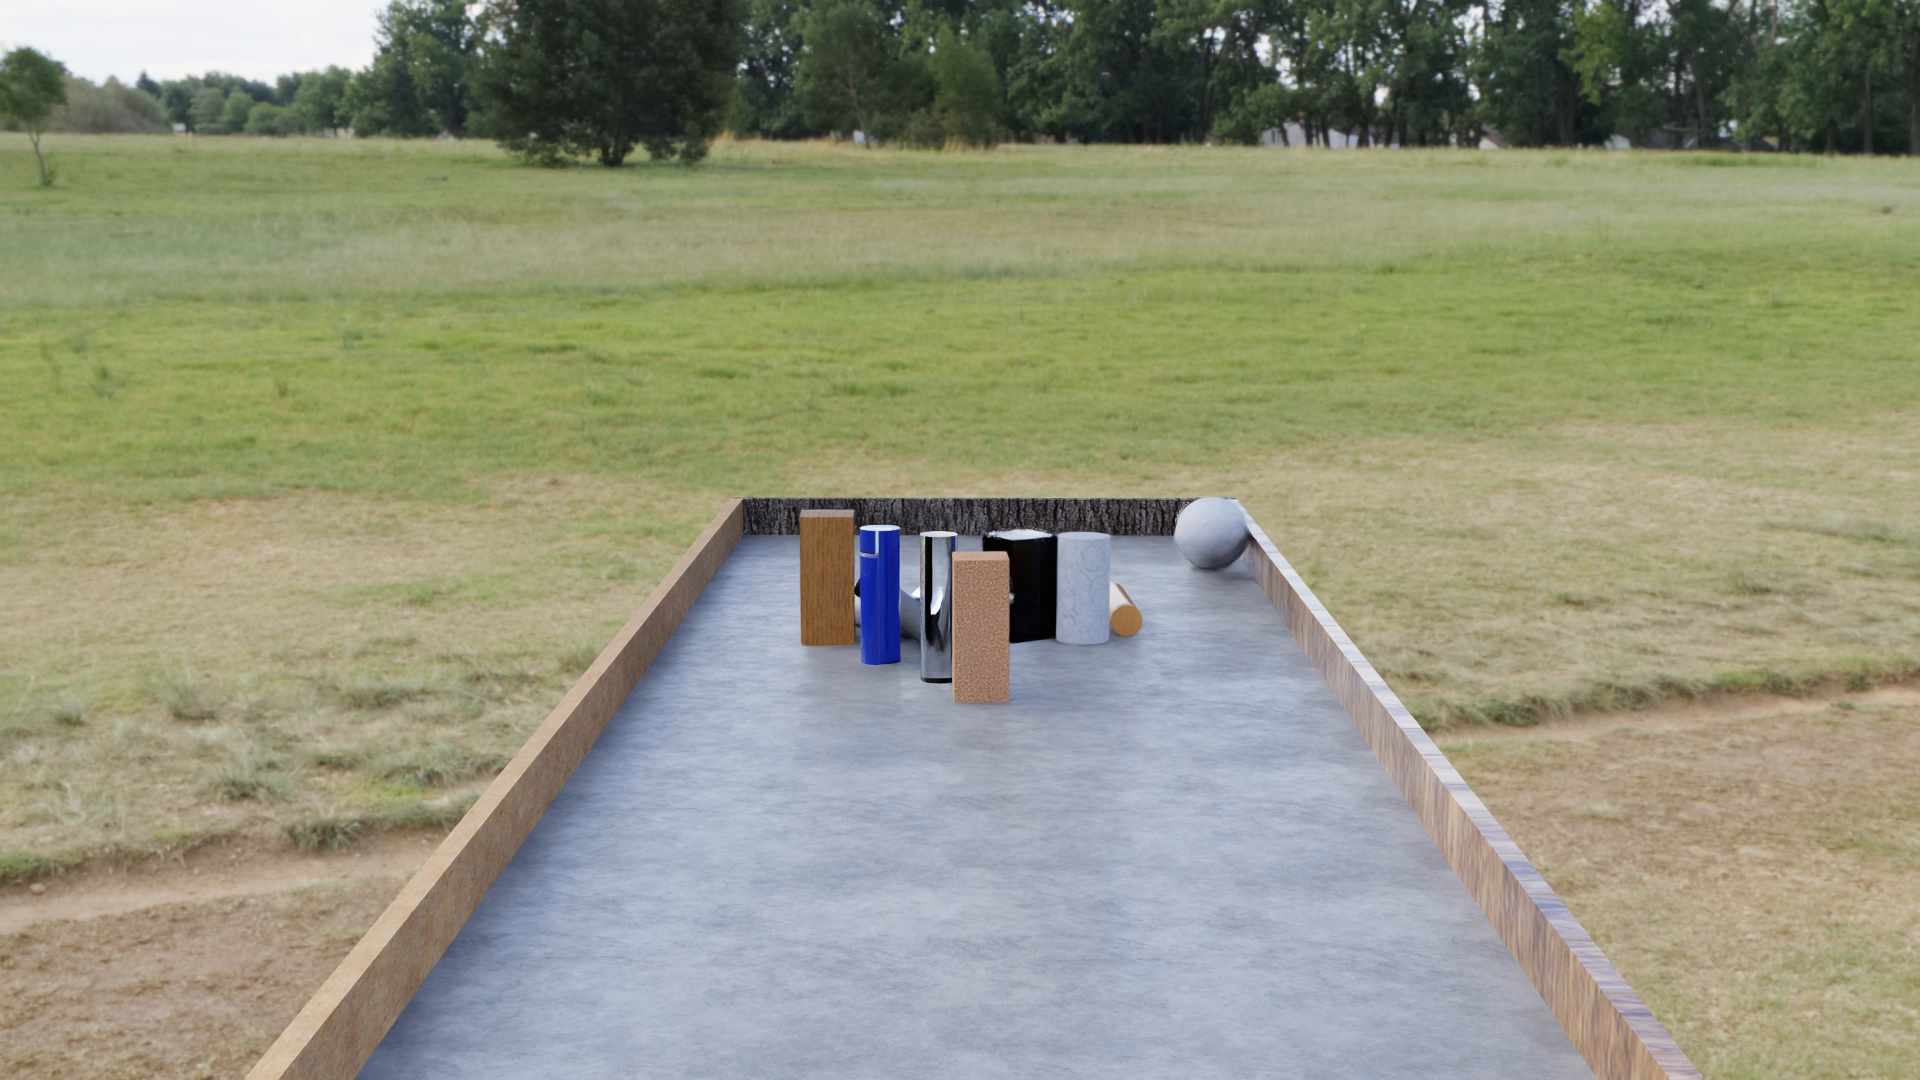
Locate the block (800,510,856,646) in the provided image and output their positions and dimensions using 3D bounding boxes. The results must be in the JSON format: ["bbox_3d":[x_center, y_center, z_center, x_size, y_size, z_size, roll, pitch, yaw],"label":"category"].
[{"bbox_3d":[-0.419,0.117,6.968,0.168,0.408,0.168,0,9,-2],"label":"block"}]

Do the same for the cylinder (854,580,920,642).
[{"bbox_3d":[-0.186,0.216,6.906,0.309,0.101,0.101,35,25,25],"label":"cylinder"}]

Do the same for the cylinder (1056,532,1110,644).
[{"bbox_3d":[0.391,0.152,6.975,0.169,0.334,0.169,1,8,0],"label":"cylinder"}]

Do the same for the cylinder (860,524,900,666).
[{"bbox_3d":[-0.241,0.166,6.656,0.122,0.409,0.122,0,9,0],"label":"cylinder"}]

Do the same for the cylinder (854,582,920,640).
[{"bbox_3d":[-0.256,0.226,7.151,0.136,0.136,0.395,-7,11,-38],"label":"cylinder"}]

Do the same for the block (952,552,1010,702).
[{"bbox_3d":[0.058,0.243,6.193,0.153,0.402,0.153,0,9,-3],"label":"block"}]

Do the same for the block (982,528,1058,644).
[{"bbox_3d":[0.194,0.145,7.039,0.175,0.330,0.175,-6,11,-33],"label":"block"}]

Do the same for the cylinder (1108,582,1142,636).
[{"bbox_3d":[0.524,0.225,7.265,0.101,0.101,0.429,0,9,-3],"label":"cylinder"}]

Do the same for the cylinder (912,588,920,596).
[{"bbox_3d":[-0.005,0.237,7.075,0.137,0.137,0.380,-6,11,-32],"label":"cylinder"}]

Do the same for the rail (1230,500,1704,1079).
[{"bbox_3d":[1.046,0.843,3.208,0.050,0.150,12.000,0,9,1],"label":"rail"}]

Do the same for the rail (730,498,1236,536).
[{"bbox_3d":[0.099,-0.098,9.147,2.100,0.150,0.050,0,9,1],"label":"rail"}]

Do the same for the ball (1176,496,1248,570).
[{"bbox_3d":[0.950,-0.026,8.296,0.276,0.276,0.276,0,9,0],"label":"ball"}]

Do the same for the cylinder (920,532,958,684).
[{"bbox_3d":[-0.061,0.196,6.400,0.108,0.431,0.108,0,9,0],"label":"cylinder"}]

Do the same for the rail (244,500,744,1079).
[{"bbox_3d":[-1.004,0.839,3.234,0.050,0.150,12.000,0,9,1],"label":"rail"}]
